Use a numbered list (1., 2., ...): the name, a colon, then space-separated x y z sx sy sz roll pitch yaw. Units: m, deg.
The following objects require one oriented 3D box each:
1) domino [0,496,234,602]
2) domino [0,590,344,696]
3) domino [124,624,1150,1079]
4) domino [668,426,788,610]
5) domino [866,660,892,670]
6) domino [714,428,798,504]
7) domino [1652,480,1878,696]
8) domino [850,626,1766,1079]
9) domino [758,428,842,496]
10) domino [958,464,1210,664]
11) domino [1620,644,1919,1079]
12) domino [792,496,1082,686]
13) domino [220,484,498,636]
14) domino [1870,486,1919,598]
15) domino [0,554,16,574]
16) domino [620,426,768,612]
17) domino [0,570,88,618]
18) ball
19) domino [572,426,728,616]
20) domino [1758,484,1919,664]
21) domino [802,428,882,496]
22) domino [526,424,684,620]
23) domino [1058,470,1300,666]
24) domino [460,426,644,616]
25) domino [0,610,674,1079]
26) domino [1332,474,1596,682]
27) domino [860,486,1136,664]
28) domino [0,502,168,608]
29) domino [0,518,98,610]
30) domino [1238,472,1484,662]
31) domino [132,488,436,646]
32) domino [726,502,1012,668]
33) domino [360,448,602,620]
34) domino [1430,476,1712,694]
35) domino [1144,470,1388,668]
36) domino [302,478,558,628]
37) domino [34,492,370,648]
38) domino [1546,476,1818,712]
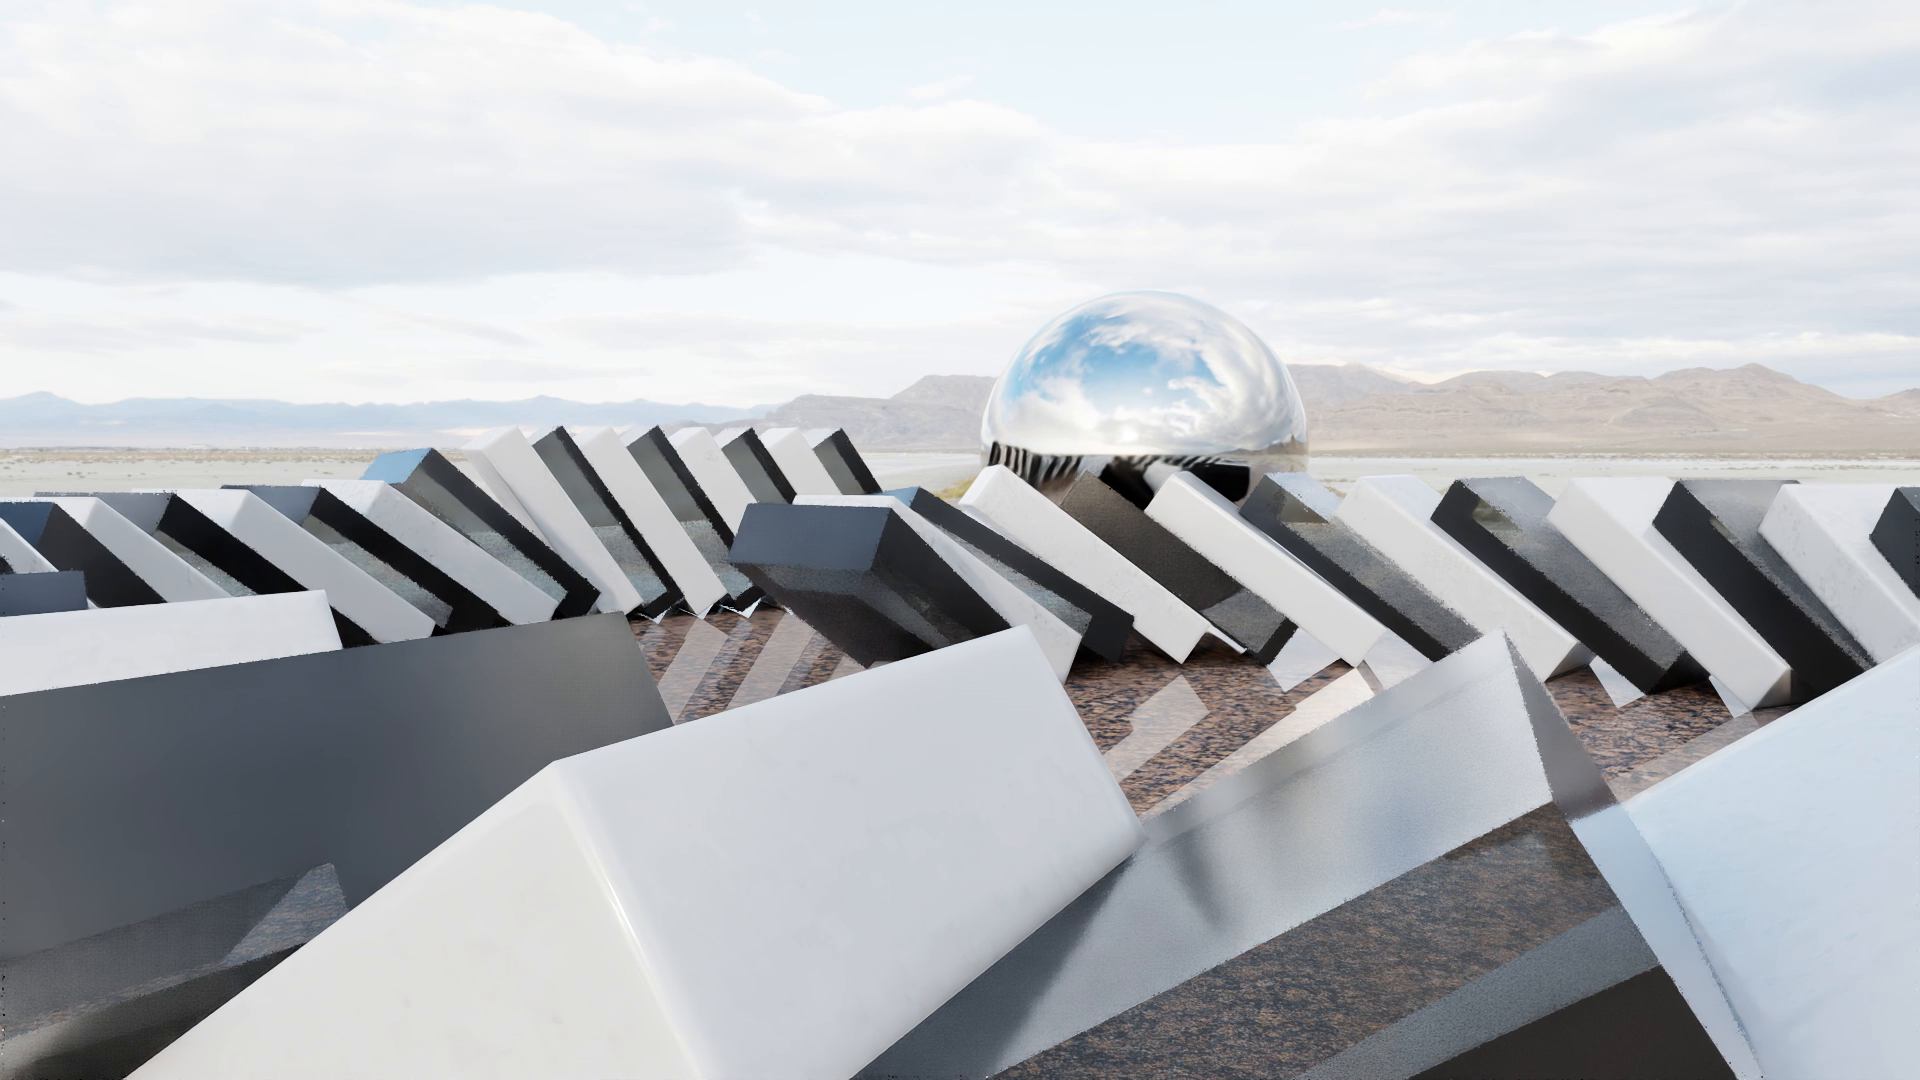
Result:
1. domino: -0.125 0.010 0.193 0.025 0.009 0.050 0 -29 8
2. domino: -0.053 0.020 0.066 0.050 0.009 0.025 -38 -21 35
3. domino: -0.019 0.021 0.050 0.050 0.009 0.025 -35 -13 26
4. domino: -0.058 -0.006 0.332 0.009 0.050 0.025 -38 18 -18
5. domino: -0.004 0.025 0.170 0.025 0.009 0.050 1 4 7
6. domino: -0.048 -0.006 0.337 0.009 0.050 0.025 -38 18 -17
7. domino: 0.140 0.009 0.208 0.025 0.009 0.050 -1 39 -14
8. domino: -0.001 0.021 0.045 0.050 0.010 0.025 -34 -8 20
9. domino: -0.037 -0.006 0.340 0.009 0.050 0.025 -38 18 -17
10. domino: 0.023 0.004 0.252 0.050 0.009 0.025 37 -2 -6
11. domino: 0.018 0.021 0.042 0.050 0.009 0.025 -34 -3 13
12. domino: -0.005 0.009 0.218 0.025 0.009 0.050 3 -26 47
13. domino: -0.116 0.006 0.248 0.025 0.010 0.050 2 -28 23
14. domino: 0.149 0.012 0.172 0.025 0.009 0.050 0 39 3
15. domino: -0.111 0.015 0.138 0.025 0.009 0.050 -1 -28 -16
16. domino: -0.069 -0.005 0.327 0.009 0.050 0.025 -39 19 -20
17. domino: -0.069 0.019 0.077 0.025 0.009 0.050 -4 -28 -41
18. ball: 0.045 -0.021 0.316 0.080 0.080 0.080 0 4 0
19. domino: -0.080 -0.005 0.321 0.009 0.050 0.025 -39 20 -20
20. domino: 0.146 0.010 0.190 0.025 0.010 0.050 0 39 -5
21. domino: -0.026 -0.007 0.345 0.009 0.050 0.025 -38 18 -17
22. domino: -0.089 -0.004 0.314 0.010 0.050 0.025 -39 20 -20
23. domino: 0.043 0.005 0.257 0.050 0.009 0.025 37 6 2
24. domino: -0.097 -0.004 0.304 0.010 0.050 0.025 -40 22 -22
25. domino: -0.037 0.021 0.057 0.050 0.009 0.025 -36 -17 31
26. domino: 0.100 0.006 0.249 0.025 0.010 0.050 -5 41 -47
27. domino: 0.005 0.007 0.236 0.050 0.009 0.025 31 -16 -24
28. domino: -0.122 0.012 0.174 0.025 0.010 0.050 0 -29 -2
29. domino: -0.119 0.013 0.156 0.025 0.009 0.050 -1 -29 -7
30. domino: 0.082 0.005 0.257 0.050 0.010 0.025 41 24 24
31. domino: -0.121 0.008 0.230 0.025 0.010 0.050 1 -28 19
32. domino: -0.010 0.011 0.197 0.025 0.010 0.050 3 -26 31
33. domino: -0.106 0.000 0.284 0.025 0.009 0.050 -1 -39 43
34. domino: 0.115 0.007 0.238 0.025 0.009 0.050 -3 40 -38
35. domino: 0.062 0.005 0.259 0.050 0.010 0.025 38 14 11
36. domino: -0.111 0.005 0.266 0.025 0.010 0.050 3 -29 31
37. domino: -0.124 0.009 0.211 0.025 0.009 0.050 1 -29 13
38. domino: 0.130 0.008 0.224 0.025 0.010 0.050 -2 40 -24
